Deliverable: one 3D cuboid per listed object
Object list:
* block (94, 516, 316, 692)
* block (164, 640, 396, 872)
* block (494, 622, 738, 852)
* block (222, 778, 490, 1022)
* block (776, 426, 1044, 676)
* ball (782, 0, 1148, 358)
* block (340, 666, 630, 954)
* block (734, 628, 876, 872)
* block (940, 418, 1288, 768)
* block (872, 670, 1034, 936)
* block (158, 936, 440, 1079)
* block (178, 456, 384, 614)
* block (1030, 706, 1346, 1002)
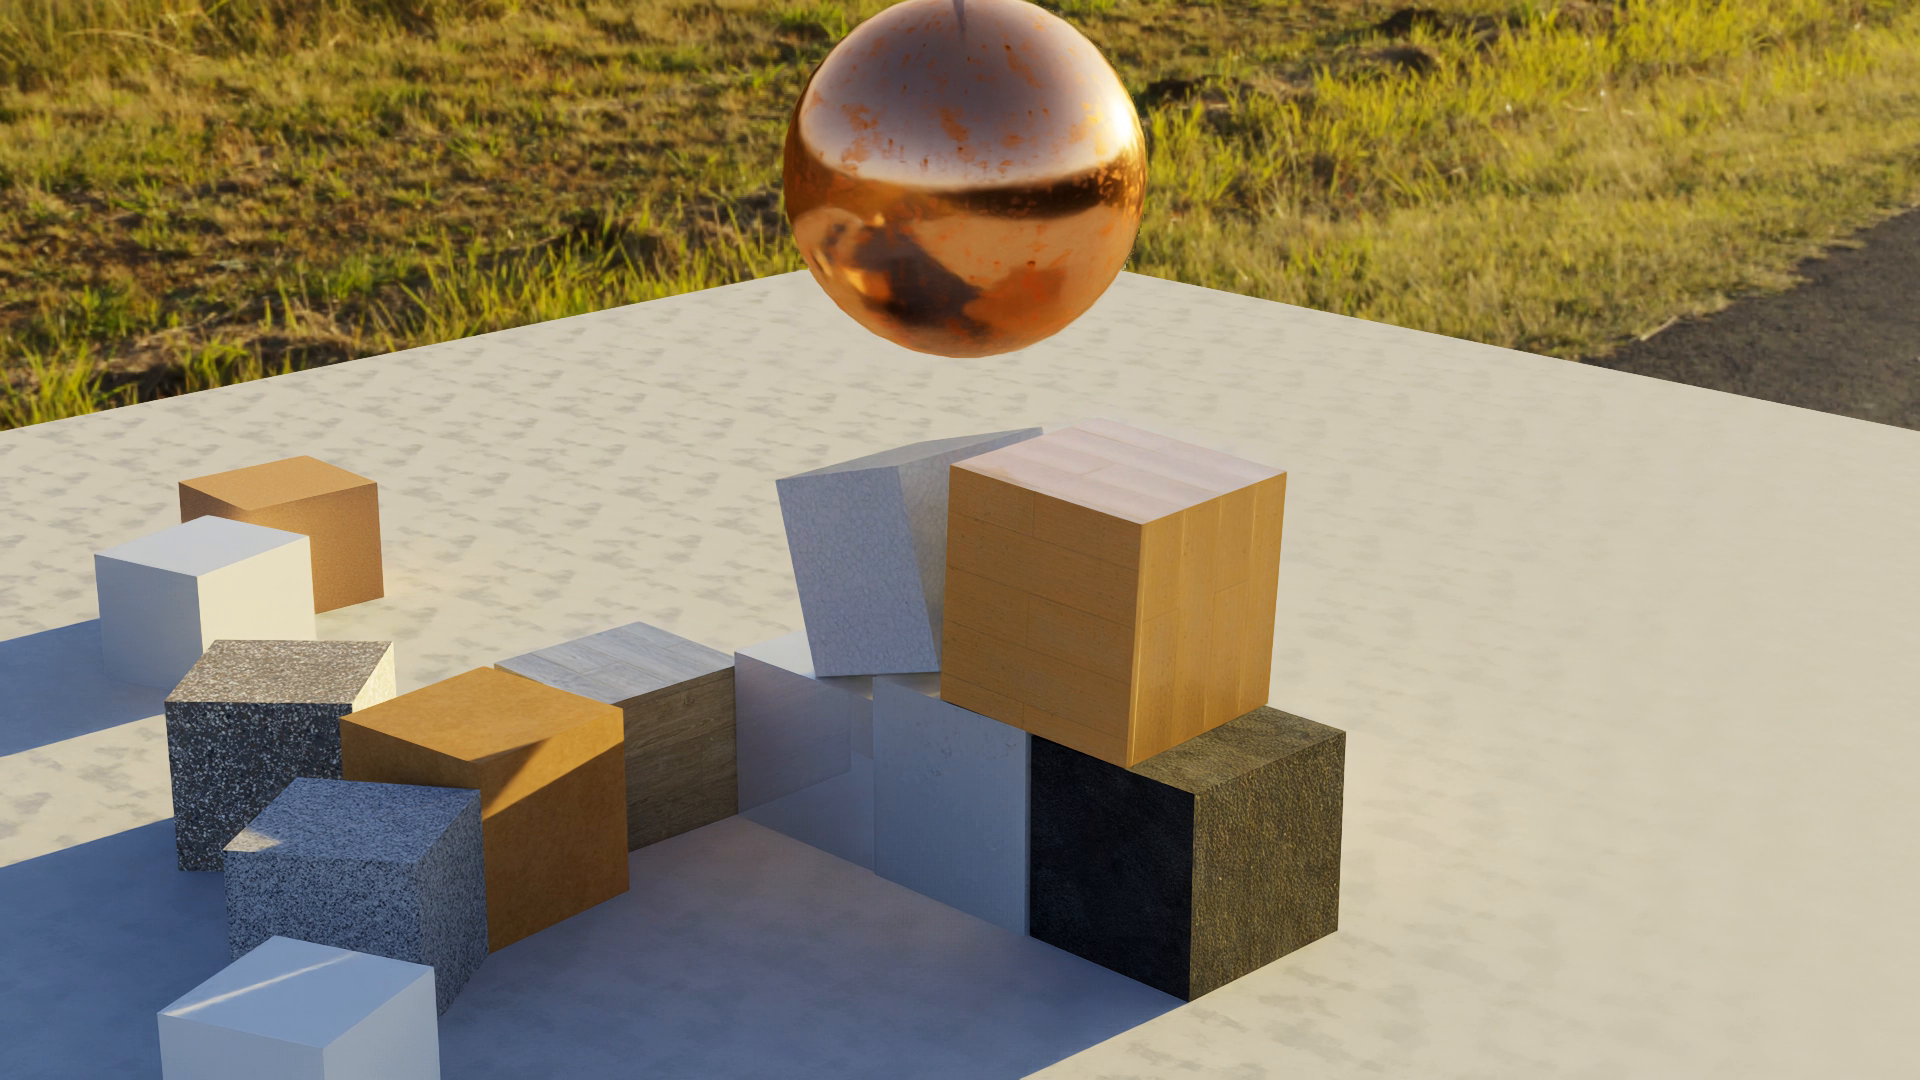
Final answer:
[{"bbox_3d":[-4.114,0.360,16.030,0.763,0.701,0.842,10,20,30],"label":"block"},{"bbox_3d":[-3.155,1.004,13.762,0.856,0.832,0.844,1,17,2],"label":"block"},{"bbox_3d":[-1.615,0.945,14.071,0.877,0.760,0.828,-16,24,-42],"label":"block"},{"bbox_3d":[-2.502,1.519,12.233,0.819,0.767,0.788,3,18,9],"label":"block"},{"bbox_3d":[-0.144,0.054,13.492,0.924,0.928,0.842,-17,8,-43],"label":"block"},{"bbox_3d":[0.021,-1.599,12.861,1.600,1.600,1.600,0,17,0],"label":"ball"},{"bbox_3d":[-2.118,1.186,13.107,0.899,0.879,0.858,13,22,36],"label":"block"},{"bbox_3d":[-0.373,0.921,14.012,0.963,0.840,1.001,16,24,42],"label":"block"},{"bbox_3d":[0.658,0.200,12.690,1.032,1.078,1.016,18,25,38],"label":"block"},{"bbox_3d":[0.299,1.068,13.336,1.006,0.966,0.952,-17,24,-42],"label":"block"},{"bbox_3d":[-2.433,1.983,10.877,0.713,0.694,0.714,7,19,22],"label":"block"},{"bbox_3d":[-3.973,-0.002,17.174,0.846,0.705,0.796,-15,23,-40],"label":"block"},{"bbox_3d":[0.983,1.278,12.719,0.999,0.936,0.917,-17,24,-42],"label":"block"}]
